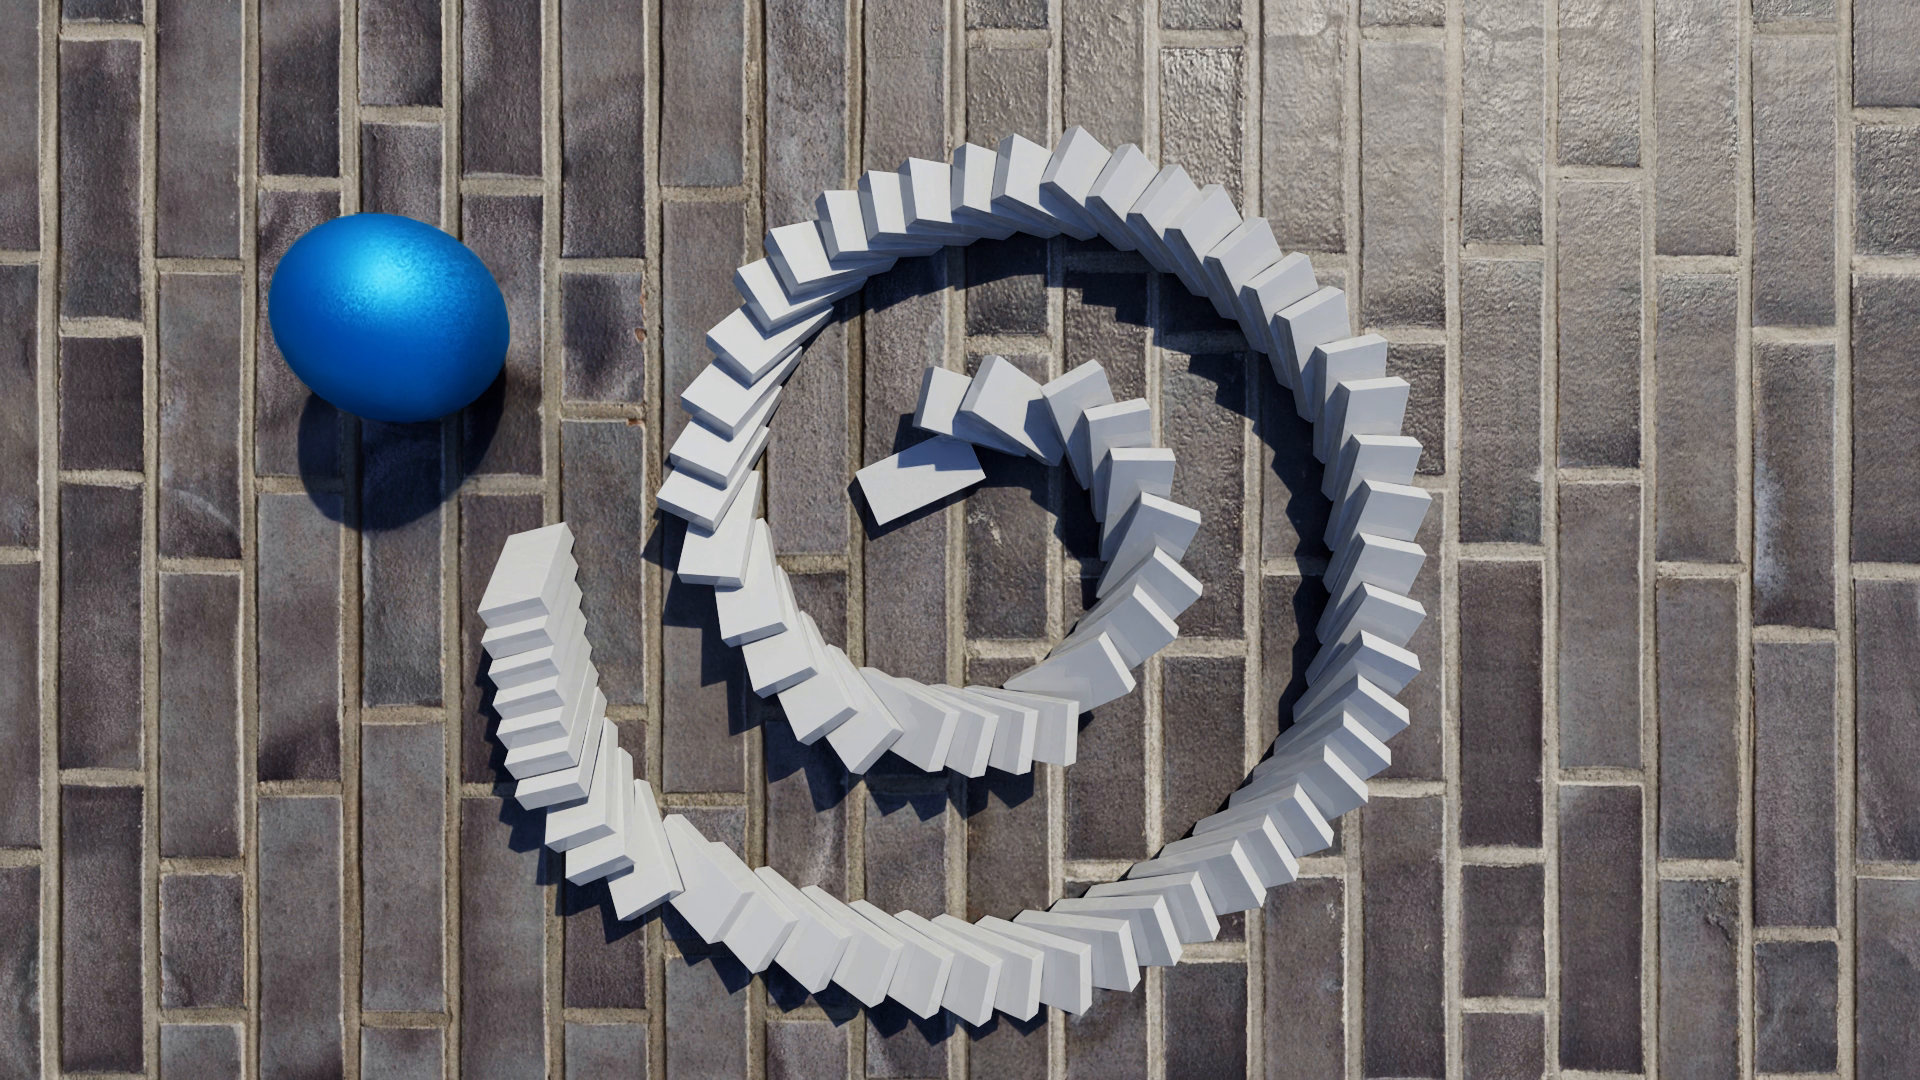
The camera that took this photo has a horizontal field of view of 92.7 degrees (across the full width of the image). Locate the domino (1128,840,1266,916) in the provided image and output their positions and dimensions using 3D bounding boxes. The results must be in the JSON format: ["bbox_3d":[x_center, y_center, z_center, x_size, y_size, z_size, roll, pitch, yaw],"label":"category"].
[{"bbox_3d":[0.098,0.144,0.382,0.050,0.009,0.025,-29,91,34],"label":"domino"}]

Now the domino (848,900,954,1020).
[{"bbox_3d":[-0.028,0.174,0.383,0.050,0.010,0.025,16,90,32],"label":"domino"}]

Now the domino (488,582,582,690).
[{"bbox_3d":[-0.174,0.038,0.377,0.025,0.050,0.010,-15,128,0],"label":"domino"}]

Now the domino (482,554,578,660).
[{"bbox_3d":[-0.176,0.026,0.377,0.025,0.050,0.010,-14,128,0],"label":"domino"}]

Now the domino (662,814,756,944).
[{"bbox_3d":[-0.111,0.141,0.385,0.050,0.009,0.025,34,90,26],"label":"domino"}]

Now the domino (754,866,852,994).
[{"bbox_3d":[-0.071,0.162,0.384,0.050,0.009,0.025,27,90,28],"label":"domino"}]

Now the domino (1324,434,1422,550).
[{"bbox_3d":[0.172,-0.019,0.383,0.025,0.009,0.050,3,120,0],"label":"domino"}]

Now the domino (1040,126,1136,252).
[{"bbox_3d":[0.059,-0.145,0.382,0.050,0.009,0.025,27,88,-32],"label":"domino"}]

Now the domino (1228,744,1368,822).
[{"bbox_3d":[0.140,0.107,0.381,0.025,0.010,0.050,44,125,-3],"label":"domino"}]

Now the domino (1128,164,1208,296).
[{"bbox_3d":[0.095,-0.128,0.383,0.050,0.010,0.025,38,90,-32],"label":"domino"}]

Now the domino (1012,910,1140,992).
[{"bbox_3d":[0.048,0.170,0.381,0.050,0.009,0.025,-10,93,35],"label":"domino"}]

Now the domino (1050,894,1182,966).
[{"bbox_3d":[0.064,0.163,0.381,0.050,0.009,0.025,-19,92,36],"label":"domino"}]

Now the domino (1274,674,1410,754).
[{"bbox_3d":[0.158,0.080,0.382,0.025,0.010,0.050,35,126,0],"label":"domino"}]

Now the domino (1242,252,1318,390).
[{"bbox_3d":[0.139,-0.091,0.383,0.025,0.009,0.050,-33,121,0],"label":"domino"}]

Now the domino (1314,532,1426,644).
[{"bbox_3d":[0.171,0.023,0.384,0.025,0.010,0.050,12,119,0],"label":"domino"}]

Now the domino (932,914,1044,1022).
[{"bbox_3d":[0.010,0.177,0.382,0.050,0.009,0.025,6,90,34],"label":"domino"}]

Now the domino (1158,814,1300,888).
[{"bbox_3d":[0.111,0.134,0.382,0.050,0.009,0.025,-31,90,34],"label":"domino"}]

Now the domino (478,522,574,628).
[{"bbox_3d":[-0.178,0.014,0.377,0.025,0.050,0.010,-14,128,0],"label":"domino"}]

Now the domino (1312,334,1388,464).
[{"bbox_3d":[0.162,-0.058,0.383,0.025,0.009,0.050,-12,121,-1],"label":"domino"}]

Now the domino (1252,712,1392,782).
[{"bbox_3d":[0.150,0.094,0.381,0.025,0.009,0.050,40,126,-2],"label":"domino"}]

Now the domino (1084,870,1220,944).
[{"bbox_3d":[0.079,0.155,0.383,0.050,0.010,0.025,-22,90,32],"label":"domino"}]

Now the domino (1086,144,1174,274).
[{"bbox_3d":[0.078,-0.138,0.383,0.050,0.010,0.025,33,90,-32],"label":"domino"}]

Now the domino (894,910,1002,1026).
[{"bbox_3d":[-0.008,0.177,0.382,0.050,0.009,0.025,13,92,34],"label":"domino"}]

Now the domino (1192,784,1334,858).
[{"bbox_3d":[0.125,0.122,0.382,0.050,0.009,0.025,-36,91,35],"label":"domino"}]

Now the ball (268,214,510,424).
[{"bbox_3d":[-0.222,-0.086,0.360,0.080,0.080,0.080,0,90,0],"label":"ball"}]

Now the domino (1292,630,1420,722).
[{"bbox_3d":[0.164,0.062,0.381,0.025,0.010,0.050,24,126,-1],"label":"domino"}]

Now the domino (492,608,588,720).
[{"bbox_3d":[-0.172,0.050,0.377,0.025,0.050,0.010,-15,128,0],"label":"domino"}]

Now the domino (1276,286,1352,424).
[{"bbox_3d":[0.150,-0.077,0.382,0.025,0.010,0.050,-28,123,-2],"label":"domino"}]

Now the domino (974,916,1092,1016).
[{"bbox_3d":[0.030,0.176,0.382,0.050,0.009,0.025,1,93,34],"label":"domino"}]

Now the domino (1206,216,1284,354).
[{"bbox_3d":[0.125,-0.106,0.383,0.025,0.009,0.050,-41,122,-1],"label":"domino"}]

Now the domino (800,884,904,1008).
[{"bbox_3d":[-0.050,0.169,0.383,0.050,0.009,0.025,21,90,30],"label":"domino"}]

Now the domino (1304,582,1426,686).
[{"bbox_3d":[0.169,0.044,0.384,0.025,0.010,0.050,19,120,0],"label":"domino"}]

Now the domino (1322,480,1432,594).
[{"bbox_3d":[0.173,0.001,0.383,0.025,0.009,0.050,9,120,-1],"label":"domino"}]

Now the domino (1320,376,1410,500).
[{"bbox_3d":[0.168,-0.042,0.382,0.025,0.010,0.050,-6,121,-4],"label":"domino"}]

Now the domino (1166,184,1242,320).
[{"bbox_3d":[0.109,-0.119,0.382,0.025,0.010,0.050,-47,122,-3],"label":"domino"}]

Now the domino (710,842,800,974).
[{"bbox_3d":[-0.093,0.153,0.385,0.050,0.010,0.025,33,90,27],"label":"domino"}]
